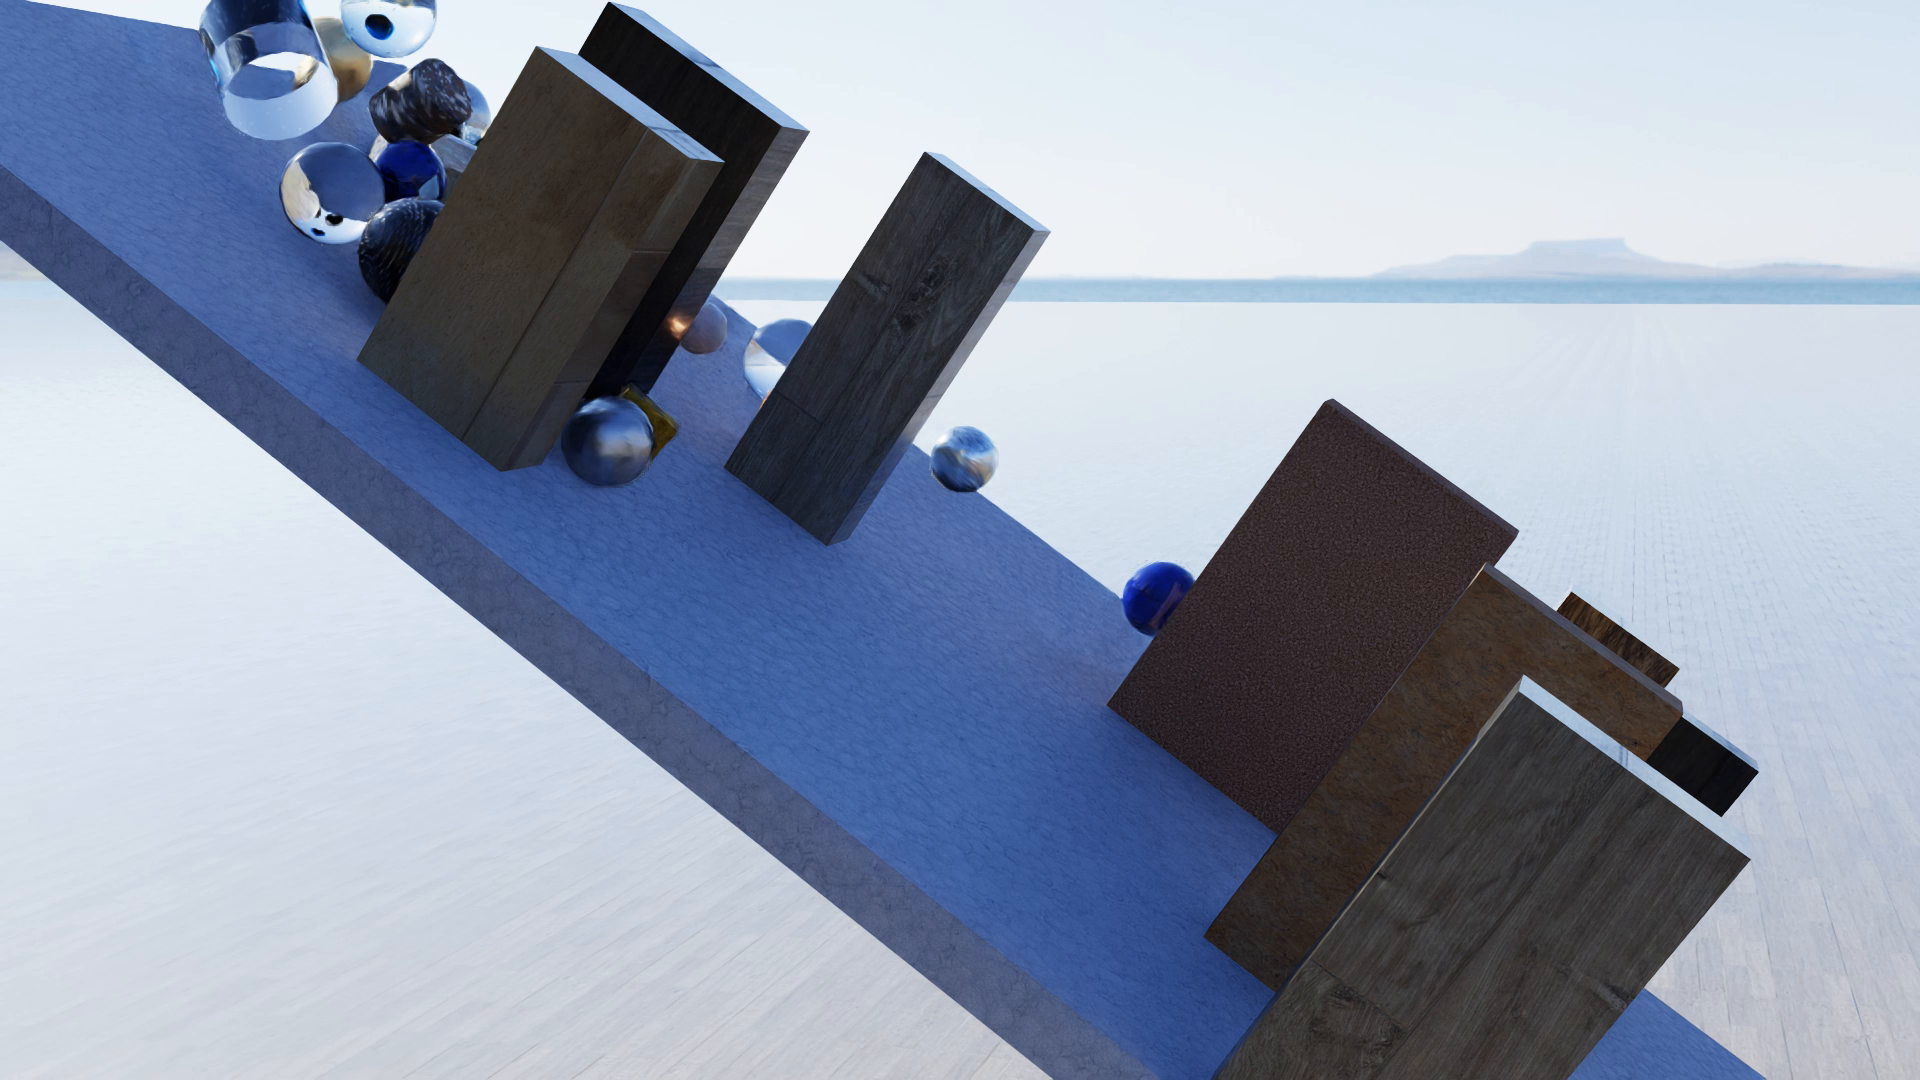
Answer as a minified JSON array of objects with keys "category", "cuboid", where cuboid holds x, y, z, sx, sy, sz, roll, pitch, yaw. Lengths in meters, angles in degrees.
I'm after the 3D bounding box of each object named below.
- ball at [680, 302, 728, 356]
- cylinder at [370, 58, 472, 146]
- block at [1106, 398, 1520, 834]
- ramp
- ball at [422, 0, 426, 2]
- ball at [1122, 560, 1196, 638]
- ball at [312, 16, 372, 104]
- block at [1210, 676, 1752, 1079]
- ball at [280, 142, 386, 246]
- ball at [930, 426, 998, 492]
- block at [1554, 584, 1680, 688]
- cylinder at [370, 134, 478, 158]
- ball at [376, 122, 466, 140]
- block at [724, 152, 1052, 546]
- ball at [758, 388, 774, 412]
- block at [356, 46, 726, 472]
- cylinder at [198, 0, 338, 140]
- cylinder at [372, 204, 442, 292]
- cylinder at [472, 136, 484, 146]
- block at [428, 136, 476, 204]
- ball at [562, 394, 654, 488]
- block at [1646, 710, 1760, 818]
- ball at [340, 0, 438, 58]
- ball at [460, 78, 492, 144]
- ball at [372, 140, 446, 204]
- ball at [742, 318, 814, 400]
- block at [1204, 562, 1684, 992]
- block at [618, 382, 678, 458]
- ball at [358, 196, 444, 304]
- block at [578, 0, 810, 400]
[{"category":"ball","cuboid":[-0.548,-0.448,4.656,0.113,0.113,0.113,0,7,0]},{"category":"cylinder","cuboid":[-0.986,-0.793,4.026,0.130,0.130,0.130,-27,-5,25]},{"category":"block","cuboid":[0.663,0.151,4.177,0.427,0.721,0.119,37,16,10]},{"category":"ramp","cuboid":[-0.101,0.177,4.087,4.000,0.100,2.000,37,16,10]},{"category":"ball","cuboid":[-1.099,-1.202,4.490,0.197,0.197,0.197,0,7,0]},{"category":"ball","cuboid":[0.402,0.120,4.387,0.157,0.157,0.157,0,7,0]},{"category":"ball","cuboid":[-1.327,-1.006,4.614,0.182,0.182,0.182,0,7,0]},{"category":"block","cuboid":[0.675,0.574,2.928,0.349,0.715,0.122,37,16,10]},{"category":"ball","cuboid":[-1.101,-0.609,3.863,0.181,0.181,0.181,0,7,0]},{"category":"ball","cuboid":[0.009,-0.181,4.921,0.151,0.151,0.151,0,7,0]},{"category":"block","cuboid":[1.112,0.431,4.356,0.248,0.666,0.120,37,16,10]},{"category":"cylinder","cuboid":[-1.050,-0.724,4.339,0.176,0.176,0.176,22,-9,-40]},{"category":"ball","cuboid":[-1.123,-0.855,4.580,0.181,0.181,0.181,0,7,0]},{"category":"block","cuboid":[-0.139,-0.350,4.078,0.251,0.705,0.115,37,16,10]},{"category":"ball","cuboid":[-0.315,-0.232,4.360,0.177,0.177,0.177,0,7,0]},{"category":"block","cuboid":[-0.668,-0.441,3.487,0.308,0.587,0.136,37,16,10]},{"category":"cylinder","cuboid":[-1.289,-0.893,4.098,0.207,0.207,0.207,-5,52,-33]},{"category":"cylinder","cuboid":[-0.946,-0.502,3.841,0.153,0.153,0.153,-2,4,-16]},{"category":"cylinder","cuboid":[-0.902,-0.751,4.573,0.193,0.193,0.193,-29,1,0]},{"category":"block","cuboid":[-0.974,-0.636,4.195,0.192,0.192,0.192,21,19,-40]},{"category":"ball","cuboid":[-0.584,-0.164,3.647,0.153,0.153,0.153,0,7,0]},{"category":"block","cuboid":[1.333,0.593,4.513,0.295,0.564,0.101,37,16,10]},{"category":"ball","cuboid":[-1.028,-0.954,3.958,0.171,0.171,0.171,0,7,0]},{"category":"ball","cuboid":[-1.104,-0.917,4.764,0.172,0.172,0.172,0,7,0]},{"category":"ball","cuboid":[-1.001,-0.653,3.981,0.140,0.140,0.140,0,7,0]},{"category":"ball","cuboid":[-0.363,-0.374,4.661,0.194,0.194,0.194,0,7,0]},{"category":"block","cuboid":[0.746,0.440,3.436,0.360,0.739,0.102,37,16,10]},{"category":"block","cuboid":[-0.562,-0.190,3.779,0.109,0.109,0.109,42,3,-12]},{"category":"ball","cuboid":[-0.906,-0.476,3.674,0.193,0.193,0.193,0,7,0]},{"category":"block","cuboid":[-0.615,-0.601,4.022,0.399,0.619,0.140,37,16,10]}]
